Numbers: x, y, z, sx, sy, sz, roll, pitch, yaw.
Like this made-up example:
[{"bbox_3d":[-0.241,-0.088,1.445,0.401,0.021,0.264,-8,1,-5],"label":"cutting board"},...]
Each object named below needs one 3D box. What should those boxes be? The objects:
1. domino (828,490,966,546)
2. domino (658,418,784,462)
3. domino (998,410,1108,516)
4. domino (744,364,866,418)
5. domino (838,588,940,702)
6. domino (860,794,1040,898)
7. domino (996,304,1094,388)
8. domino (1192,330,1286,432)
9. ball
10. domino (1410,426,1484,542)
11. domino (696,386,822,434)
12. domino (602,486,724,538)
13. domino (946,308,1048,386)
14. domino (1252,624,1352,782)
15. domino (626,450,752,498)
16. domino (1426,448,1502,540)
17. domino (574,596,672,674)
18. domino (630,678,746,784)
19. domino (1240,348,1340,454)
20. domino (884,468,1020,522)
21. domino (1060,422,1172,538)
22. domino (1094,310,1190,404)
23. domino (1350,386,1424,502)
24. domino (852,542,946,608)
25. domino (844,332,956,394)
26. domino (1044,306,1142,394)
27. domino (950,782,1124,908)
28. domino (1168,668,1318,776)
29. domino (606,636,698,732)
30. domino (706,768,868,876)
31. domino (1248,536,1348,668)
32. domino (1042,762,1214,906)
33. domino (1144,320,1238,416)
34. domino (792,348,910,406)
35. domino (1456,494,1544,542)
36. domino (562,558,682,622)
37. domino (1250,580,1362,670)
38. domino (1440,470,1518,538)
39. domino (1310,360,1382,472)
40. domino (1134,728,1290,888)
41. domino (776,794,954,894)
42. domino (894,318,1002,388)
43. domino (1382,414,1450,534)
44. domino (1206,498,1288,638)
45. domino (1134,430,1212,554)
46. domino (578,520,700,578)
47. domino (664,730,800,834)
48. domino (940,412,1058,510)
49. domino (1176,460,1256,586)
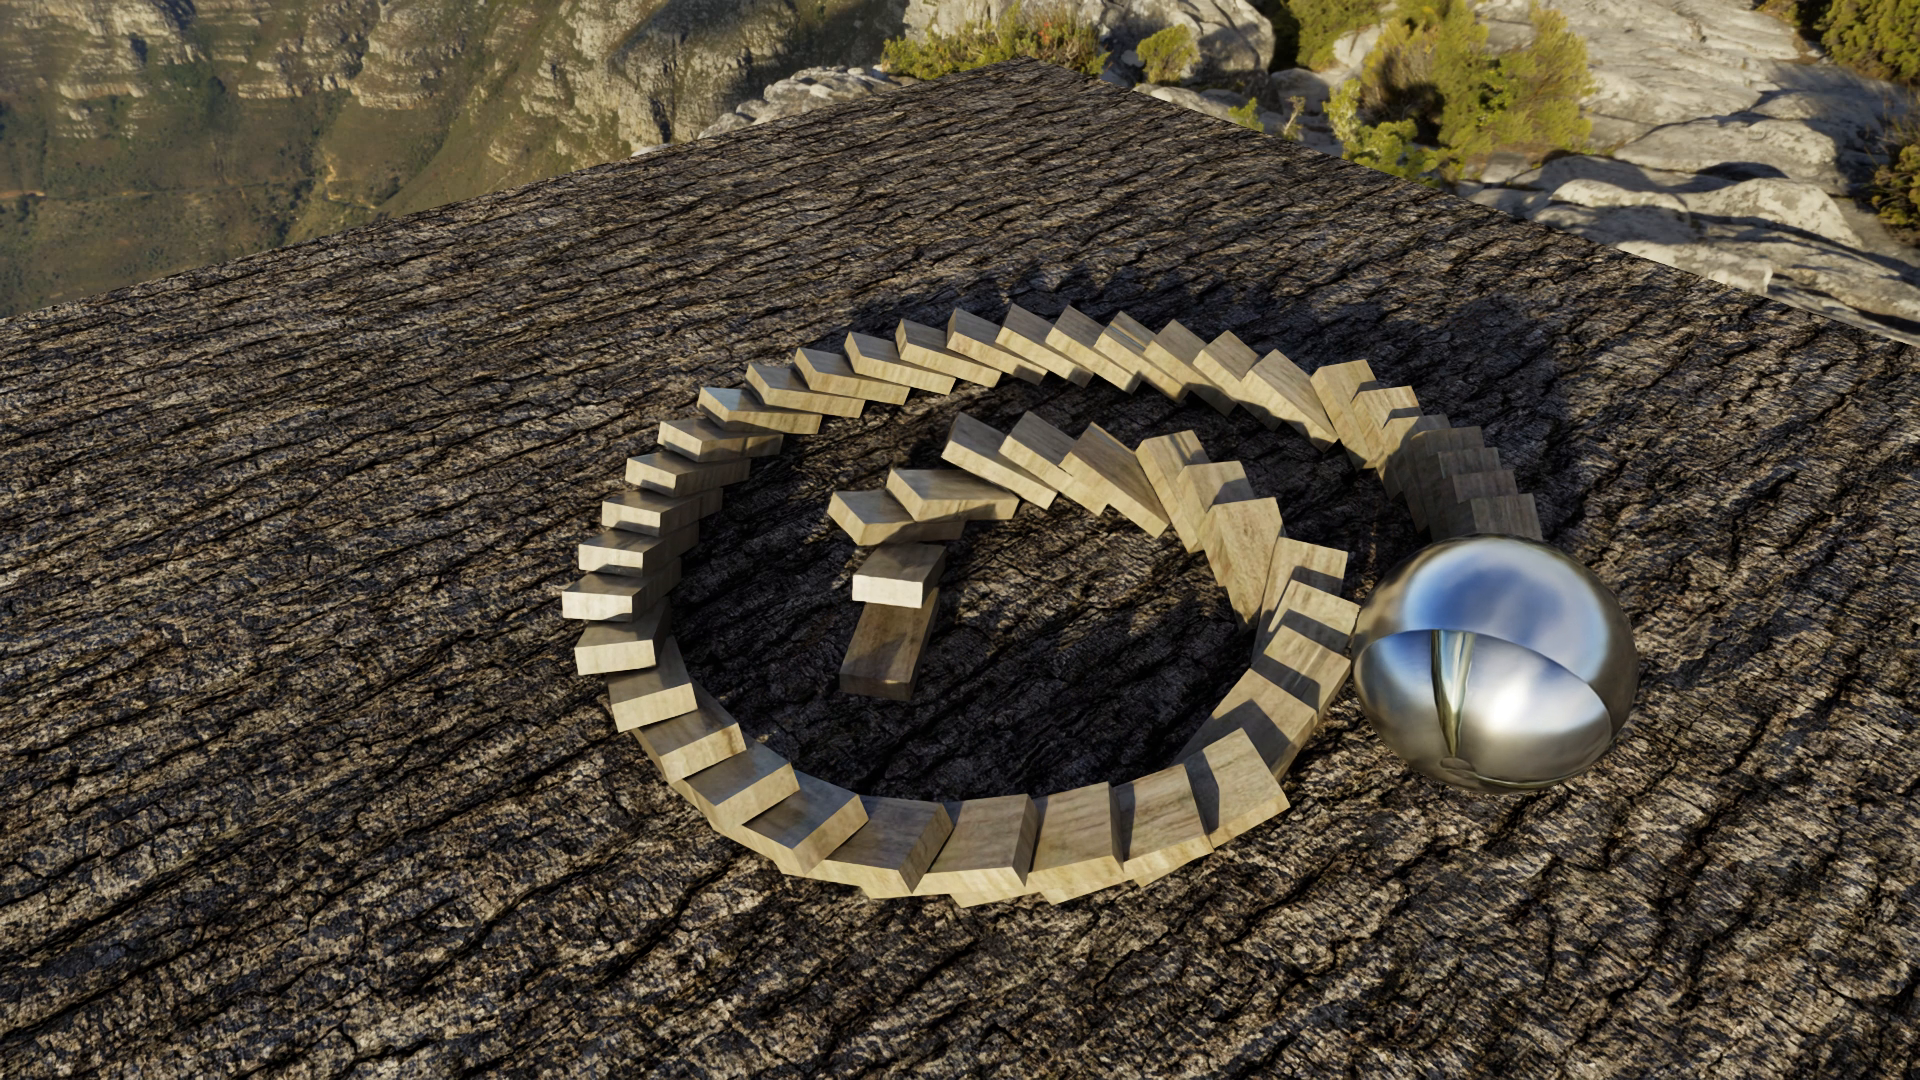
[{"bbox_3d":[-0.025,-0.010,0.441,0.050,0.009,0.025,-4,34,-39],"label":"domino"},{"bbox_3d":[-0.104,-0.045,0.482,0.025,0.009,0.050,25,21,28],"label":"domino"},{"bbox_3d":[0.044,-0.033,0.467,0.050,0.009,0.025,33,40,2],"label":"domino"},{"bbox_3d":[-0.072,-0.069,0.513,0.050,0.009,0.025,2,32,-37],"label":"domino"},{"bbox_3d":[-0.025,0.036,0.400,0.025,0.009,0.050,7,40,9],"label":"domino"},{"bbox_3d":[-0.003,0.089,0.319,0.050,0.010,0.025,-12,34,25],"label":"domino"},{"bbox_3d":[0.044,-0.097,0.546,0.050,0.010,0.025,27,40,-6],"label":"domino"},{"bbox_3d":[0.137,-0.076,0.521,0.050,0.009,0.025,43,52,11],"label":"domino"},{"bbox_3d":[0.164,0.038,0.342,0.080,0.080,0.080,0,39,0],"label":"ball"},{"bbox_3d":[0.201,-0.020,0.444,0.025,0.009,0.050,-6,79,-7],"label":"domino"},{"bbox_3d":[-0.091,-0.059,0.499,0.050,0.010,0.025,-3,32,-44],"label":"domino"},{"bbox_3d":[-0.119,-0.014,0.445,0.025,0.009,0.050,11,17,14],"label":"domino"},{"bbox_3d":[0.018,-0.096,0.544,0.050,0.010,0.025,20,37,-14],"label":"domino"},{"bbox_3d":[0.104,0.055,0.360,0.025,0.009,0.050,30,73,30],"label":"domino"},{"bbox_3d":[-0.114,-0.030,0.464,0.025,0.009,0.050,19,19,21],"label":"domino"},{"bbox_3d":[0.202,-0.010,0.433,0.025,0.009,0.050,-5,79,-7],"label":"domino"},{"bbox_3d":[-0.117,0.033,0.387,0.025,0.009,0.050,-6,15,-7],"label":"domino"},{"bbox_3d":[-0.090,0.060,0.354,0.025,0.009,0.050,-22,20,-24],"label":"domino"},{"bbox_3d":[0.157,-0.065,0.508,0.050,0.010,0.025,43,52,12],"label":"domino"},{"bbox_3d":[-0.003,-0.019,0.452,0.050,0.010,0.025,-2,34,-39],"label":"domino"},{"bbox_3d":[0.068,-0.025,0.457,0.050,0.010,0.025,37,46,2],"label":"domino"},{"bbox_3d":[0.093,-0.089,0.537,0.050,0.010,0.025,35,46,3],"label":"domino"},{"bbox_3d":[0.192,-0.042,0.479,0.025,0.010,0.050,-8,66,-10],"label":"domino"},{"bbox_3d":[-0.022,0.012,0.413,0.025,0.010,0.050,6,16,8],"label":"domino"},{"bbox_3d":[-0.029,-0.086,0.533,0.050,0.010,0.025,9,33,-27],"label":"domino"},{"bbox_3d":[0.069,-0.094,0.543,0.050,0.009,0.025,32,44,0],"label":"domino"},{"bbox_3d":[0.022,0.089,0.319,0.050,0.010,0.025,-18,36,18],"label":"domino"},{"bbox_3d":[0.086,0.067,0.345,0.025,0.010,0.050,34,75,35],"label":"domino"},{"bbox_3d":[-0.105,0.047,0.370,0.025,0.010,0.050,-15,17,-17],"label":"domino"},{"bbox_3d":[-0.053,0.081,0.328,0.050,0.009,0.025,5,33,47],"label":"domino"},{"bbox_3d":[0.121,0.026,0.395,0.025,0.009,0.050,14,68,13],"label":"domino"},{"bbox_3d":[0.046,0.086,0.322,0.050,0.009,0.025,-23,39,13],"label":"domino"},{"bbox_3d":[0.116,-0.083,0.530,0.050,0.010,0.025,39,49,7],"label":"domino"},{"bbox_3d":[-0.051,-0.078,0.523,0.050,0.009,0.025,5,32,-34],"label":"domino"},{"bbox_3d":[0.204,0.009,0.409,0.025,0.009,0.050,-5,79,-7],"label":"domino"},{"bbox_3d":[-0.124,0.017,0.407,0.025,0.010,0.050,4,15,5],"label":"domino"},{"bbox_3d":[0.116,0.041,0.376,0.025,0.009,0.050,23,70,22],"label":"domino"},{"bbox_3d":[0.203,-0.001,0.421,0.025,0.009,0.050,-6,79,-7],"label":"domino"},{"bbox_3d":[0.181,-0.056,0.495,0.025,0.009,0.050,-12,67,-17],"label":"domino"},{"bbox_3d":[0.069,0.080,0.329,0.050,0.009,0.025,-30,43,5],"label":"domino"},{"bbox_3d":[-0.029,0.087,0.321,0.050,0.009,0.025,-5,32,36],"label":"domino"},{"bbox_3d":[-0.006,-0.092,0.540,0.050,0.009,0.025,14,35,-21],"label":"domino"},{"bbox_3d":[0.198,-0.028,0.461,0.025,0.010,0.050,-6,65,-7],"label":"domino"},{"bbox_3d":[0.112,0.010,0.414,0.025,0.009,0.050,-8,68,-9],"label":"domino"},{"bbox_3d":[0.095,-0.020,0.452,0.025,0.010,0.050,-13,65,-23],"label":"domino"},{"bbox_3d":[-0.123,0.001,0.426,0.025,0.009,0.050,7,16,9],"label":"domino"},{"bbox_3d":[-0.073,0.072,0.340,0.025,0.010,0.050,-27,22,-29],"label":"domino"},{"bbox_3d":[0.018,-0.034,0.468,0.050,0.010,0.025,26,35,-8],"label":"domino"},{"bbox_3d":[0.107,-0.007,0.435,0.025,0.010,0.050,-6,62,-18],"label":"domino"}]
